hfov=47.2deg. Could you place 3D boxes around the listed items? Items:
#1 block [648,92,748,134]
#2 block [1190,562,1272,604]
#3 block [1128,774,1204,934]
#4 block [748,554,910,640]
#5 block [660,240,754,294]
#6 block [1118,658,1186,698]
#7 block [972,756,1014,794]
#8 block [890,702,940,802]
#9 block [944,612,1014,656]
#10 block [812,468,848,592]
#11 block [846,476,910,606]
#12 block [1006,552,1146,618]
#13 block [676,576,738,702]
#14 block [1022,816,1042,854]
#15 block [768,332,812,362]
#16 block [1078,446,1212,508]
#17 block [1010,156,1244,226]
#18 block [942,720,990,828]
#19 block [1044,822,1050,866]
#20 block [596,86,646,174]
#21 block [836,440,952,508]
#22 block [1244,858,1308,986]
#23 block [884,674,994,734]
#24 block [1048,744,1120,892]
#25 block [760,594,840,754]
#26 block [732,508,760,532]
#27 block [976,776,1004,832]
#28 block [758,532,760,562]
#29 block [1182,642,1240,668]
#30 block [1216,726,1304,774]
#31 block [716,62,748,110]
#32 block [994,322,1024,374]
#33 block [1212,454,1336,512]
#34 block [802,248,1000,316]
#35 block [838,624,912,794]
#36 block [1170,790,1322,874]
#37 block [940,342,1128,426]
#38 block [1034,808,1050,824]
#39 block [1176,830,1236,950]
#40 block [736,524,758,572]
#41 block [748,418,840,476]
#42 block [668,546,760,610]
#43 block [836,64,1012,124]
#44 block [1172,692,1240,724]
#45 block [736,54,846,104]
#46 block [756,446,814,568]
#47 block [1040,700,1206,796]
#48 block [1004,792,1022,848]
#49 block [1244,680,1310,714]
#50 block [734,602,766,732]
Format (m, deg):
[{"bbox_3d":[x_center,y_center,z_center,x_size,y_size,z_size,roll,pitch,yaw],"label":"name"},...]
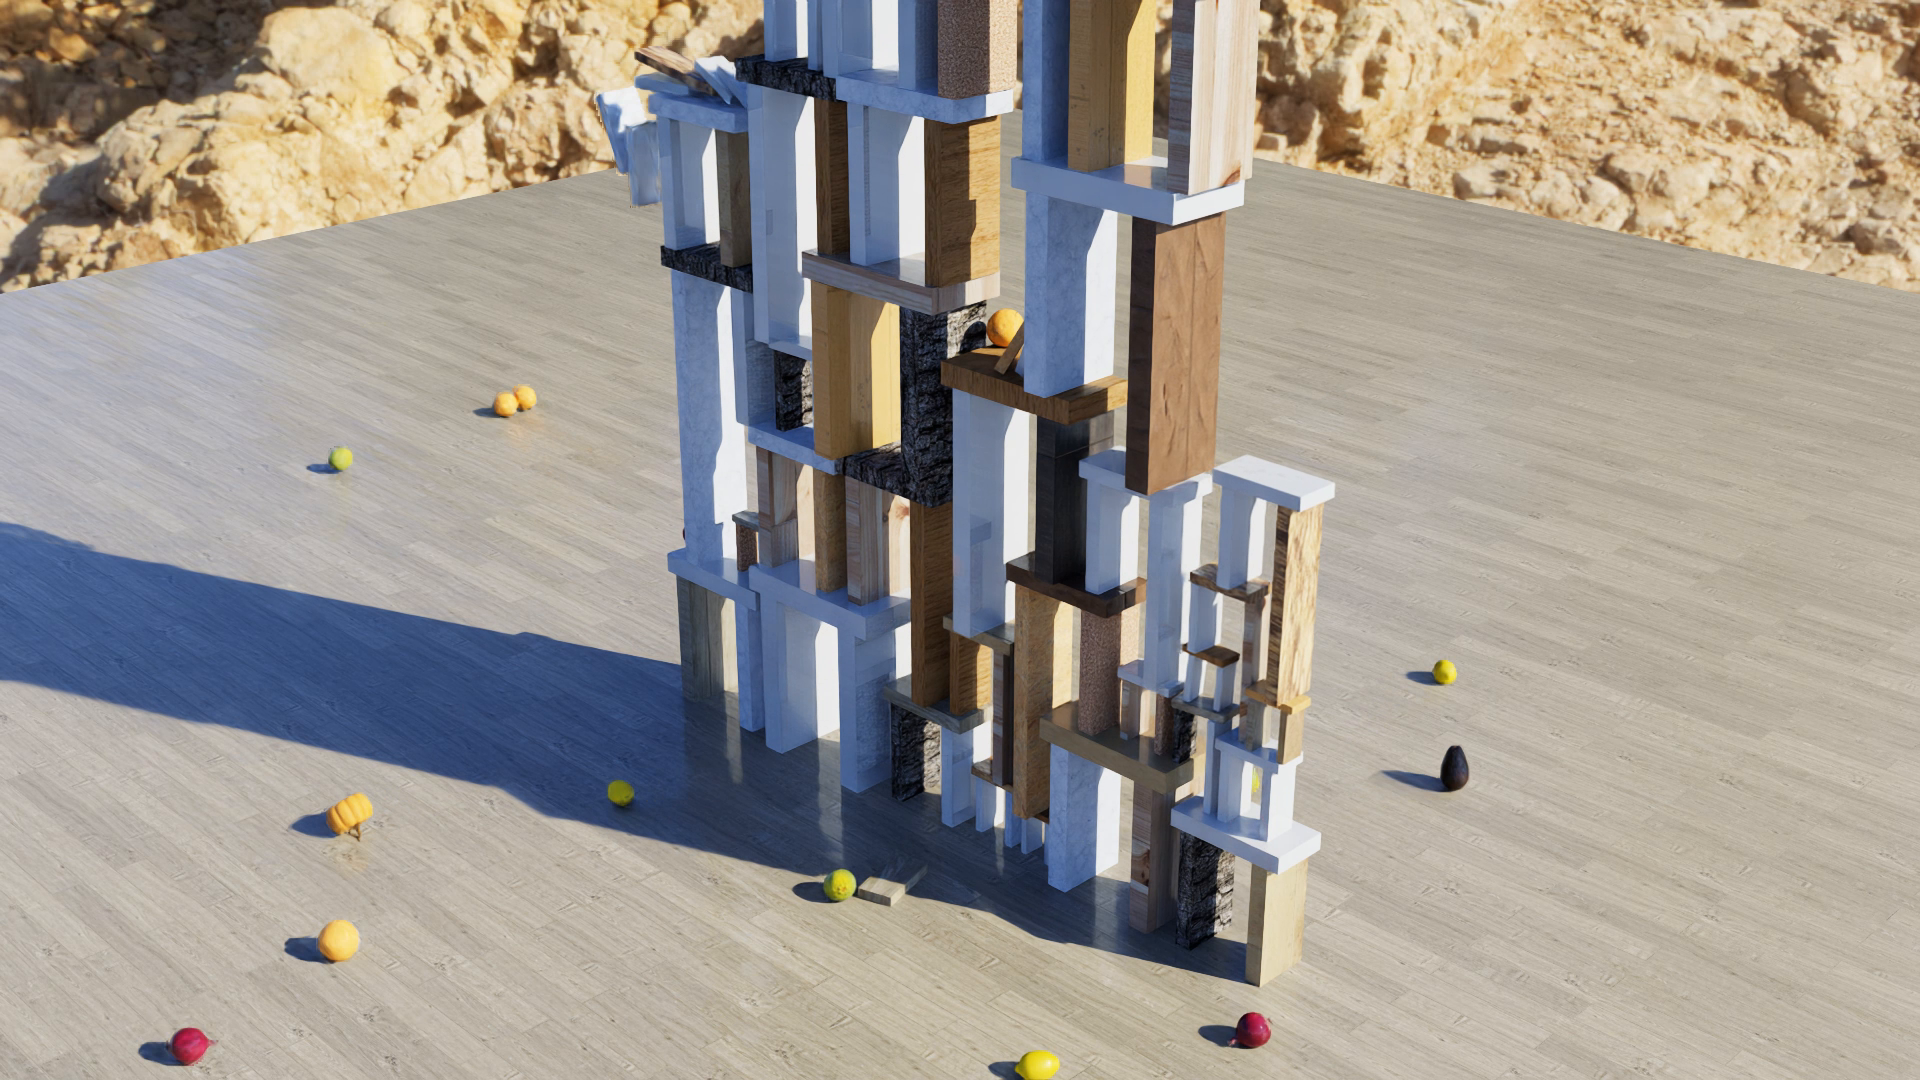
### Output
[{"bbox_3d":[-0.483,-0.860,4.381,0.136,0.039,0.272,-21,31,-40],"label":"block"},{"bbox_3d":[0.463,0.072,3.758,0.065,0.018,0.130,-21,31,-41],"label":"block"},{"bbox_3d":[0.382,0.559,4.053,0.043,0.305,0.153,21,31,41],"label":"block"},{"bbox_3d":[-0.250,0.103,4.533,0.180,0.051,0.359,-21,31,-41],"label":"block"},{"bbox_3d":[-0.464,-0.567,4.489,0.288,0.041,0.144,21,31,41],"label":"block"},{"bbox_3d":[0.349,0.247,3.955,0.060,0.017,0.121,-22,31,-40],"label":"block"},{"bbox_3d":[0.087,0.463,4.333,0.122,0.017,0.061,21,31,40],"label":"block"},{"bbox_3d":[-0.090,0.416,4.500,0.031,0.218,0.109,21,31,41],"label":"block"},{"bbox_3d":[0.062,0.171,4.232,0.178,0.025,0.089,21,31,41],"label":"block"},{"bbox_3d":[-0.234,-0.036,4.460,0.037,0.263,0.131,21,31,41],"label":"block"},{"bbox_3d":[-0.164,-0.016,4.401,0.136,0.272,0.039,-21,31,-41],"label":"block"},{"bbox_3d":[0.215,0.074,4.025,0.245,0.035,0.122,21,31,40],"label":"block"},{"bbox_3d":[-0.554,0.199,4.910,0.042,0.299,0.149,21,31,41],"label":"block"},{"bbox_3d":[0.141,0.566,4.310,0.013,0.092,0.046,21,31,41],"label":"block"},{"bbox_3d":[-0.294,-0.387,4.388,0.170,0.024,0.085,21,31,40],"label":"block"},{"bbox_3d":[0.323,-0.111,3.831,0.213,0.030,0.107,21,31,40],"label":"block"},{"bbox_3d":[0.276,-0.598,3.663,0.179,0.051,0.358,-22,31,-40],"label":"block"},{"bbox_3d":[0.012,0.457,4.406,0.031,0.218,0.109,21,31,41],"label":"block"},{"bbox_3d":[0.184,0.583,4.270,0.013,0.092,0.046,21,31,41],"label":"block"},{"bbox_3d":[-0.698,-0.861,4.621,0.085,0.169,0.024,-21,7,-33],"label":"block"},{"bbox_3d":[-0.101,-0.134,4.281,0.136,0.039,0.272,-21,31,-41],"label":"block"},{"bbox_3d":[0.562,0.660,3.897,0.034,0.240,0.120,21,31,41],"label":"block"},{"bbox_3d":[-0.039,0.322,4.405,0.218,0.031,0.109,21,31,41],"label":"block"},{"bbox_3d":[0.238,0.503,4.185,0.043,0.305,0.153,21,31,41],"label":"block"},{"bbox_3d":[-0.335,0.259,4.691,0.180,0.359,0.051,-21,31,-40],"label":"block"},{"bbox_3d":[-0.429,-0.040,4.677,0.055,0.016,0.111,-21,31,-40],"label":"block"},{"bbox_3d":[0.059,0.516,4.387,0.017,0.122,0.061,21,31,41],"label":"block"},{"bbox_3d":[-0.402,0.029,4.678,0.055,0.111,0.016,-21,31,-41],"label":"block"},{"bbox_3d":[0.438,0.196,3.838,0.046,0.013,0.092,-20,30,-39],"label":"block"},{"bbox_3d":[0.519,0.365,3.821,0.138,0.020,0.069,21,31,41],"label":"block"},{"bbox_3d":[-0.418,-0.890,4.308,0.065,0.018,0.131,-15,54,-36],"label":"block"},{"bbox_3d":[0.112,-0.369,3.932,0.020,0.144,0.072,33,27,0],"label":"block"},{"bbox_3d":[0.516,-0.094,3.627,0.091,0.026,0.183,-21,31,-40],"label":"block"},{"bbox_3d":[-0.114,-0.501,4.127,0.354,0.050,0.177,21,31,40],"label":"block"},{"bbox_3d":[-0.166,0.325,4.536,0.180,0.359,0.051,-21,31,-41],"label":"block"},{"bbox_3d":[0.505,0.512,3.896,0.240,0.034,0.120,21,31,41],"label":"block"},{"bbox_3d":[0.132,-0.284,3.963,0.314,0.044,0.157,21,31,40],"label":"block"},{"bbox_3d":[0.163,0.526,4.269,0.092,0.013,0.046,21,31,41],"label":"block"},{"bbox_3d":[0.448,0.616,4.001,0.034,0.240,0.120,21,31,41],"label":"block"},{"bbox_3d":[-0.454,0.008,4.726,0.016,0.111,0.055,21,31,41],"label":"block"},{"bbox_3d":[-0.295,-0.199,4.460,0.131,0.037,0.263,-21,31,-41],"label":"block"},{"bbox_3d":[-0.484,0.069,4.779,0.149,0.042,0.299,-21,31,-41],"label":"block"},{"bbox_3d":[-0.066,-0.802,3.950,0.301,0.043,0.150,21,31,40],"label":"block"},{"bbox_3d":[0.433,0.293,3.882,0.108,0.015,0.054,17,28,34],"label":"block"},{"bbox_3d":[-0.273,-0.877,4.149,0.293,0.041,0.146,21,31,40],"label":"block"},{"bbox_3d":[-0.357,-0.085,4.575,0.131,0.263,0.037,-21,31,-40],"label":"block"},{"bbox_3d":[0.310,0.371,4.051,0.305,0.043,0.153,21,31,41],"label":"block"},{"bbox_3d":[0.117,0.539,4.334,0.017,0.122,0.061,21,31,41],"label":"block"},{"bbox_3d":[0.542,0.267,3.749,0.050,0.014,0.101,-21,31,-40],"label":"block"},{"bbox_3d":[-0.413,0.254,4.780,0.042,0.299,0.149,21,31,41],"label":"block"}]
